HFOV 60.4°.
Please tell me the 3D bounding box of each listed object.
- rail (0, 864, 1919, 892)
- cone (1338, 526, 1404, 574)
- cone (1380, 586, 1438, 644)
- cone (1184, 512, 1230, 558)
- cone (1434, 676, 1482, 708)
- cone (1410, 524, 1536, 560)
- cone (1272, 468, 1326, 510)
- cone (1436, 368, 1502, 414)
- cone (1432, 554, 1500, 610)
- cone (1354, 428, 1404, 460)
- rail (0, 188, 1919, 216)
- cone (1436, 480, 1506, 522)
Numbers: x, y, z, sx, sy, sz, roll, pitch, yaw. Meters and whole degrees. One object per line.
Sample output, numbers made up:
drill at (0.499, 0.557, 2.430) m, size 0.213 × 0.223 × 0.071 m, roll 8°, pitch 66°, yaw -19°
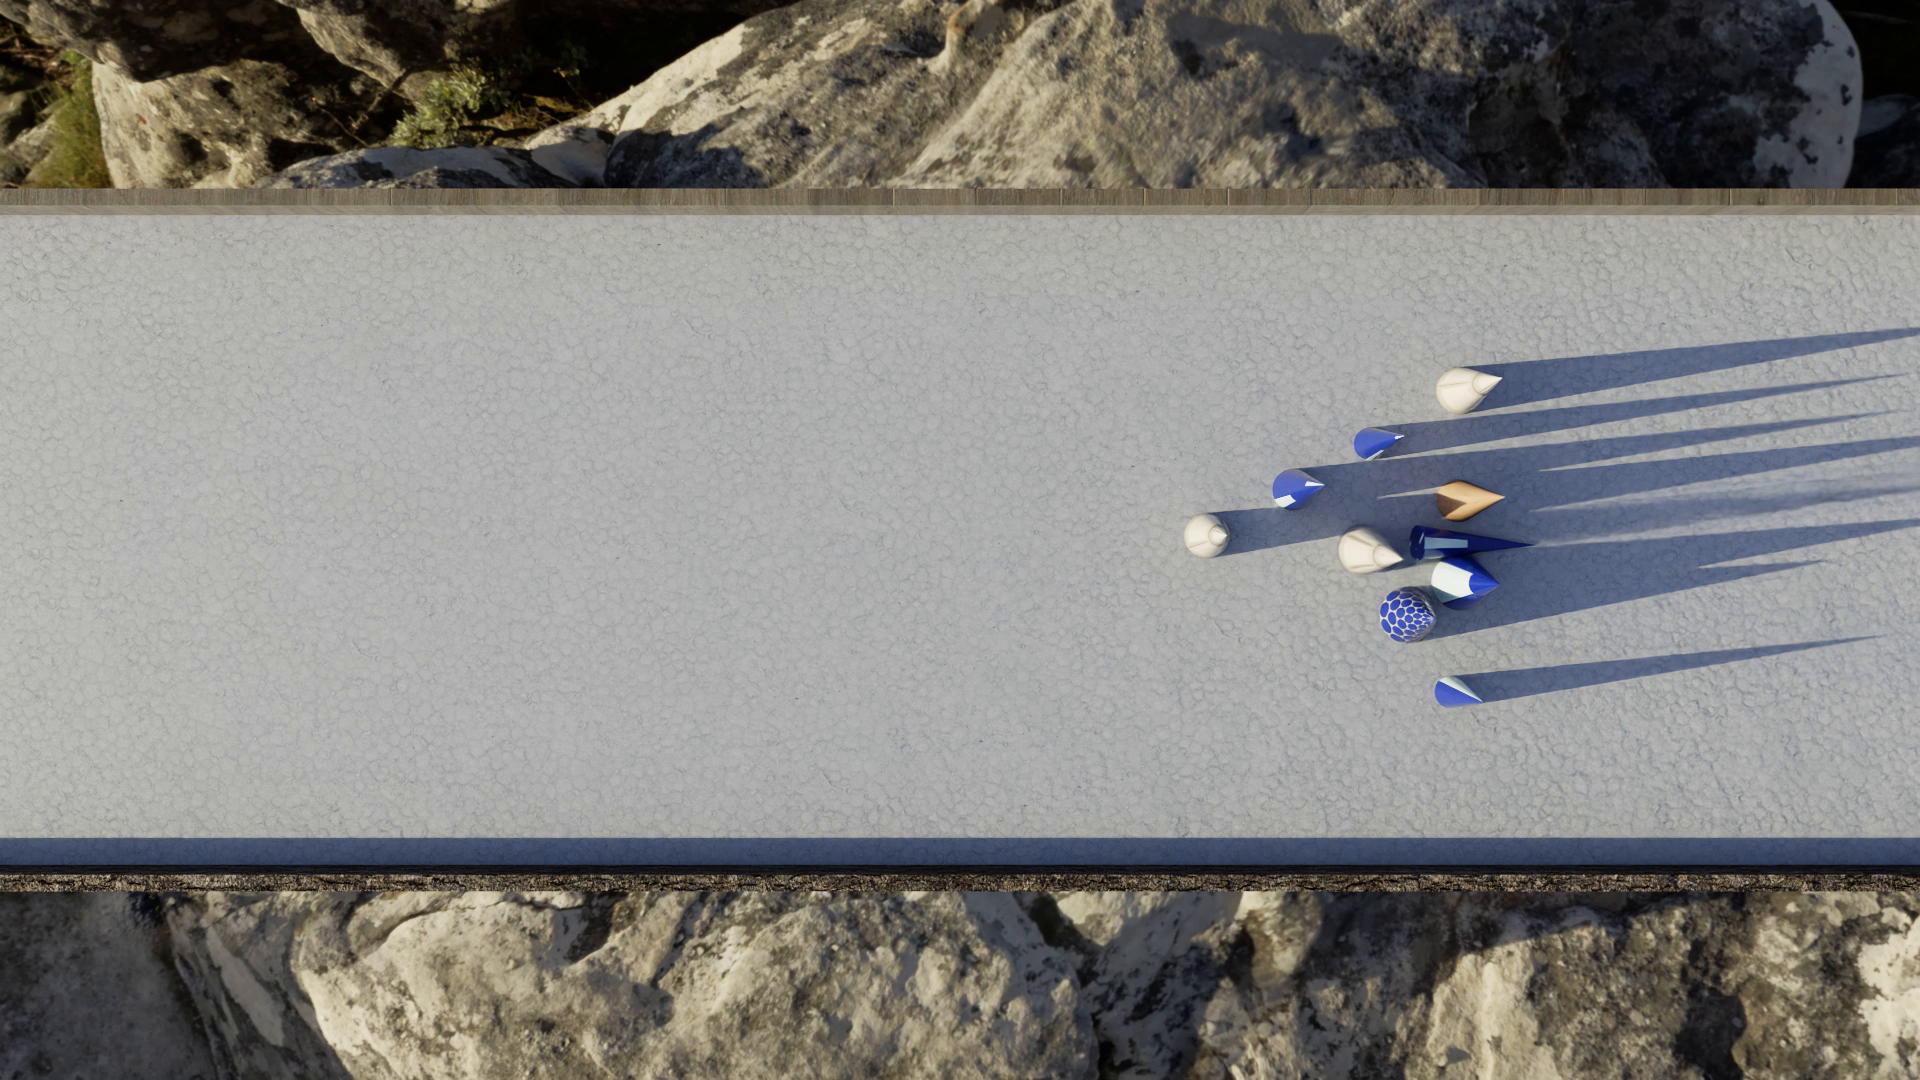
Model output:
rail at (-2.247, 1.025, 5.001) m, size 12.000 × 0.150 × 0.050 m, roll 0°, pitch 90°, yaw 0°
cone at (1.242, 0.043, 4.845) m, size 0.151 × 0.455 × 0.151 m, roll 0°, pitch 93°, yaw 0°
cone at (1.380, 0.231, 4.923) m, size 0.177 × 0.307 × 0.177 m, roll 0°, pitch 90°, yaw 0°
cone at (0.760, -0.013, 4.889) m, size 0.141 × 0.376 × 0.141 m, roll 0°, pitch 90°, yaw 0°
cone at (1.510, 0.468, 4.915) m, size 0.101 × 0.323 × 0.101 m, roll 0°, pitch 90°, yaw 0°
cone at (1.583, 0.012, 5.049) m, size 0.388 × 0.109 × 0.109 m, roll 1°, pitch 90°, yaw -8°
cone at (1.026, -0.155, 4.855) m, size 0.129 × 0.444 × 0.129 m, roll 0°, pitch 90°, yaw 0°
cone at (1.539, -0.459, 4.878) m, size 0.146 × 0.397 × 0.146 m, roll 0°, pitch 90°, yaw 0°
cone at (1.541, 0.128, 4.890) m, size 0.179 × 0.373 × 0.179 m, roll 0°, pitch 90°, yaw 0°
cone at (1.263, -0.296, 4.879) m, size 0.102 × 0.396 × 0.102 m, roll 0°, pitch 90°, yaw 0°
rail at (-2.247, -1.025, 5.002) m, size 12.000 × 0.150 × 0.050 m, roll 0°, pitch 90°, yaw 0°
cone at (1.534, -0.121, 4.856) m, size 0.132 × 0.441 × 0.132 m, roll 0°, pitch 90°, yaw 0°
